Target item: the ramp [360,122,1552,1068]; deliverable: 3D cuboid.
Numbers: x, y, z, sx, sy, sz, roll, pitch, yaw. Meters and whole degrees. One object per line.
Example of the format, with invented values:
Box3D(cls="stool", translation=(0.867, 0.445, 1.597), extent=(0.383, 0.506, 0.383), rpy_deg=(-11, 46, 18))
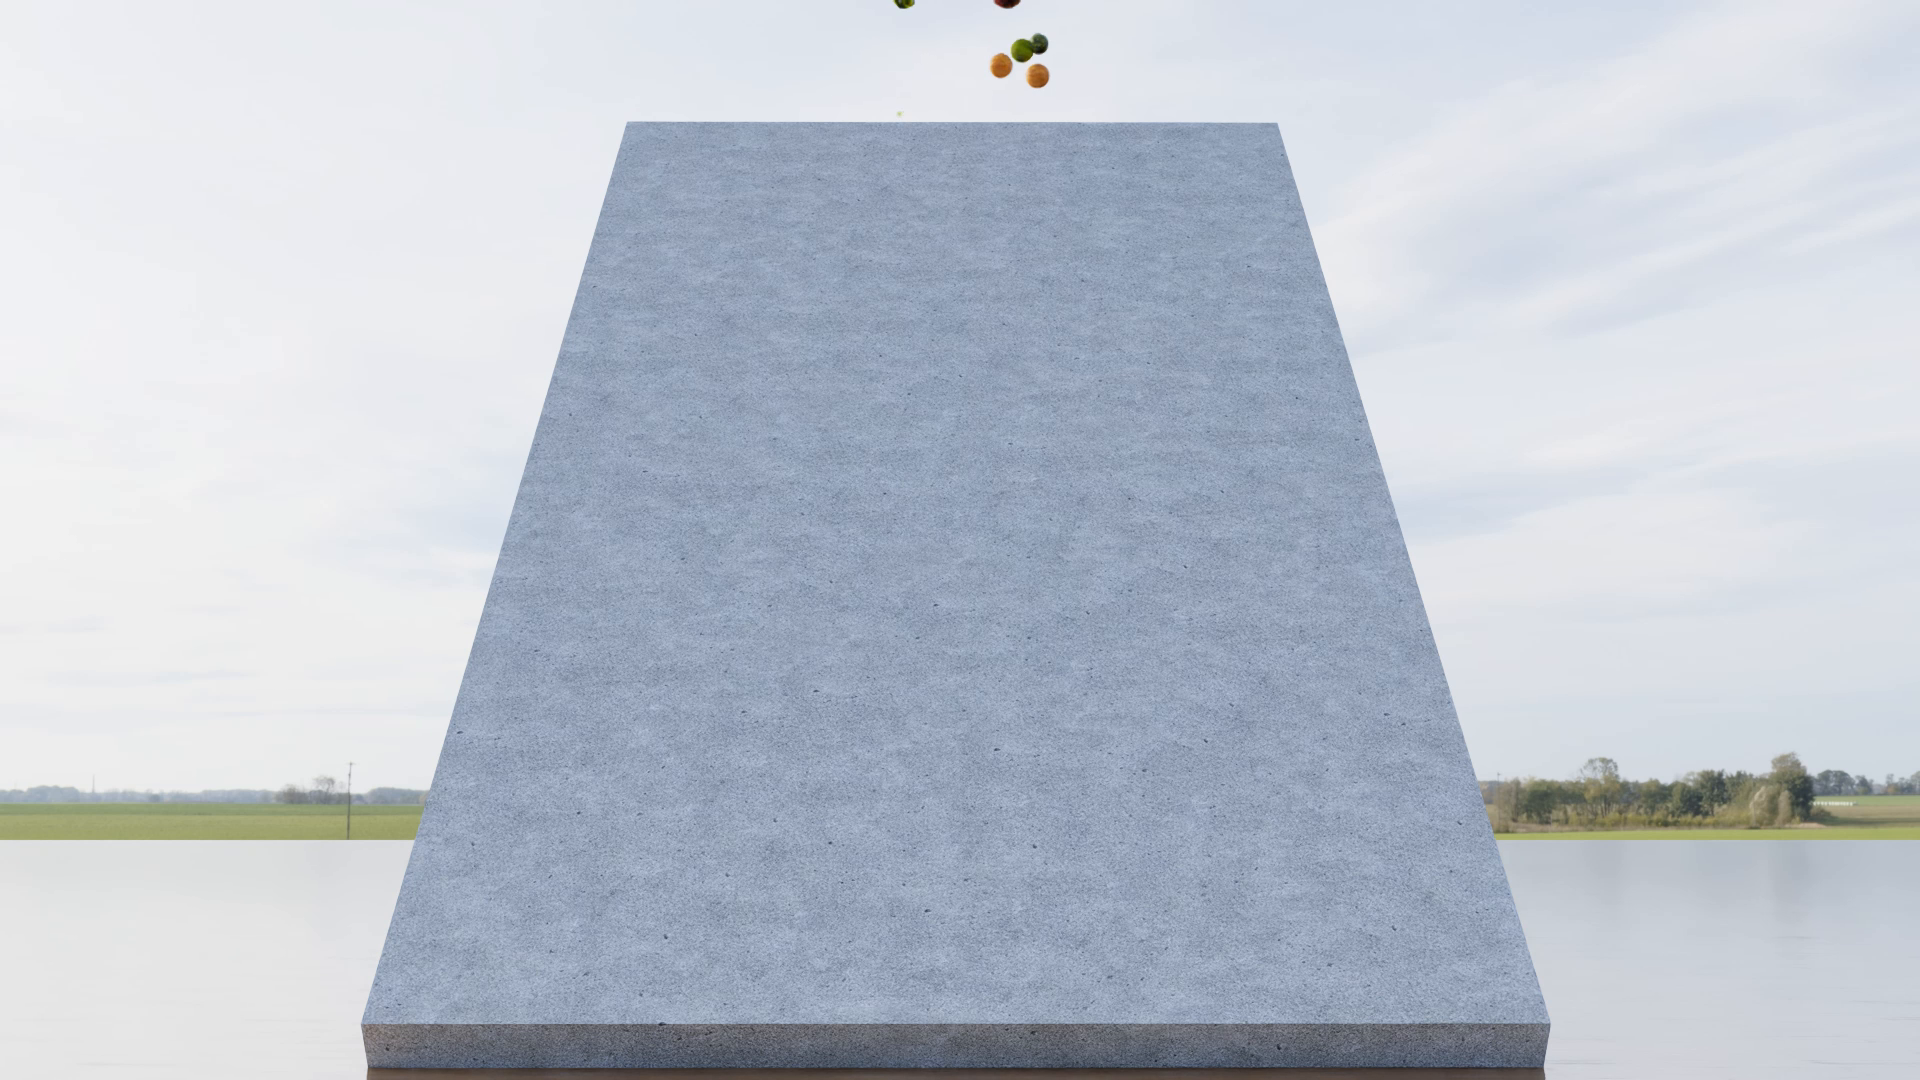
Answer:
Box3D(cls="ramp", translation=(-0.015, -0.194, 5.828), extent=(2.000, 0.100, 4.000), rpy_deg=(0, 32, 0))
